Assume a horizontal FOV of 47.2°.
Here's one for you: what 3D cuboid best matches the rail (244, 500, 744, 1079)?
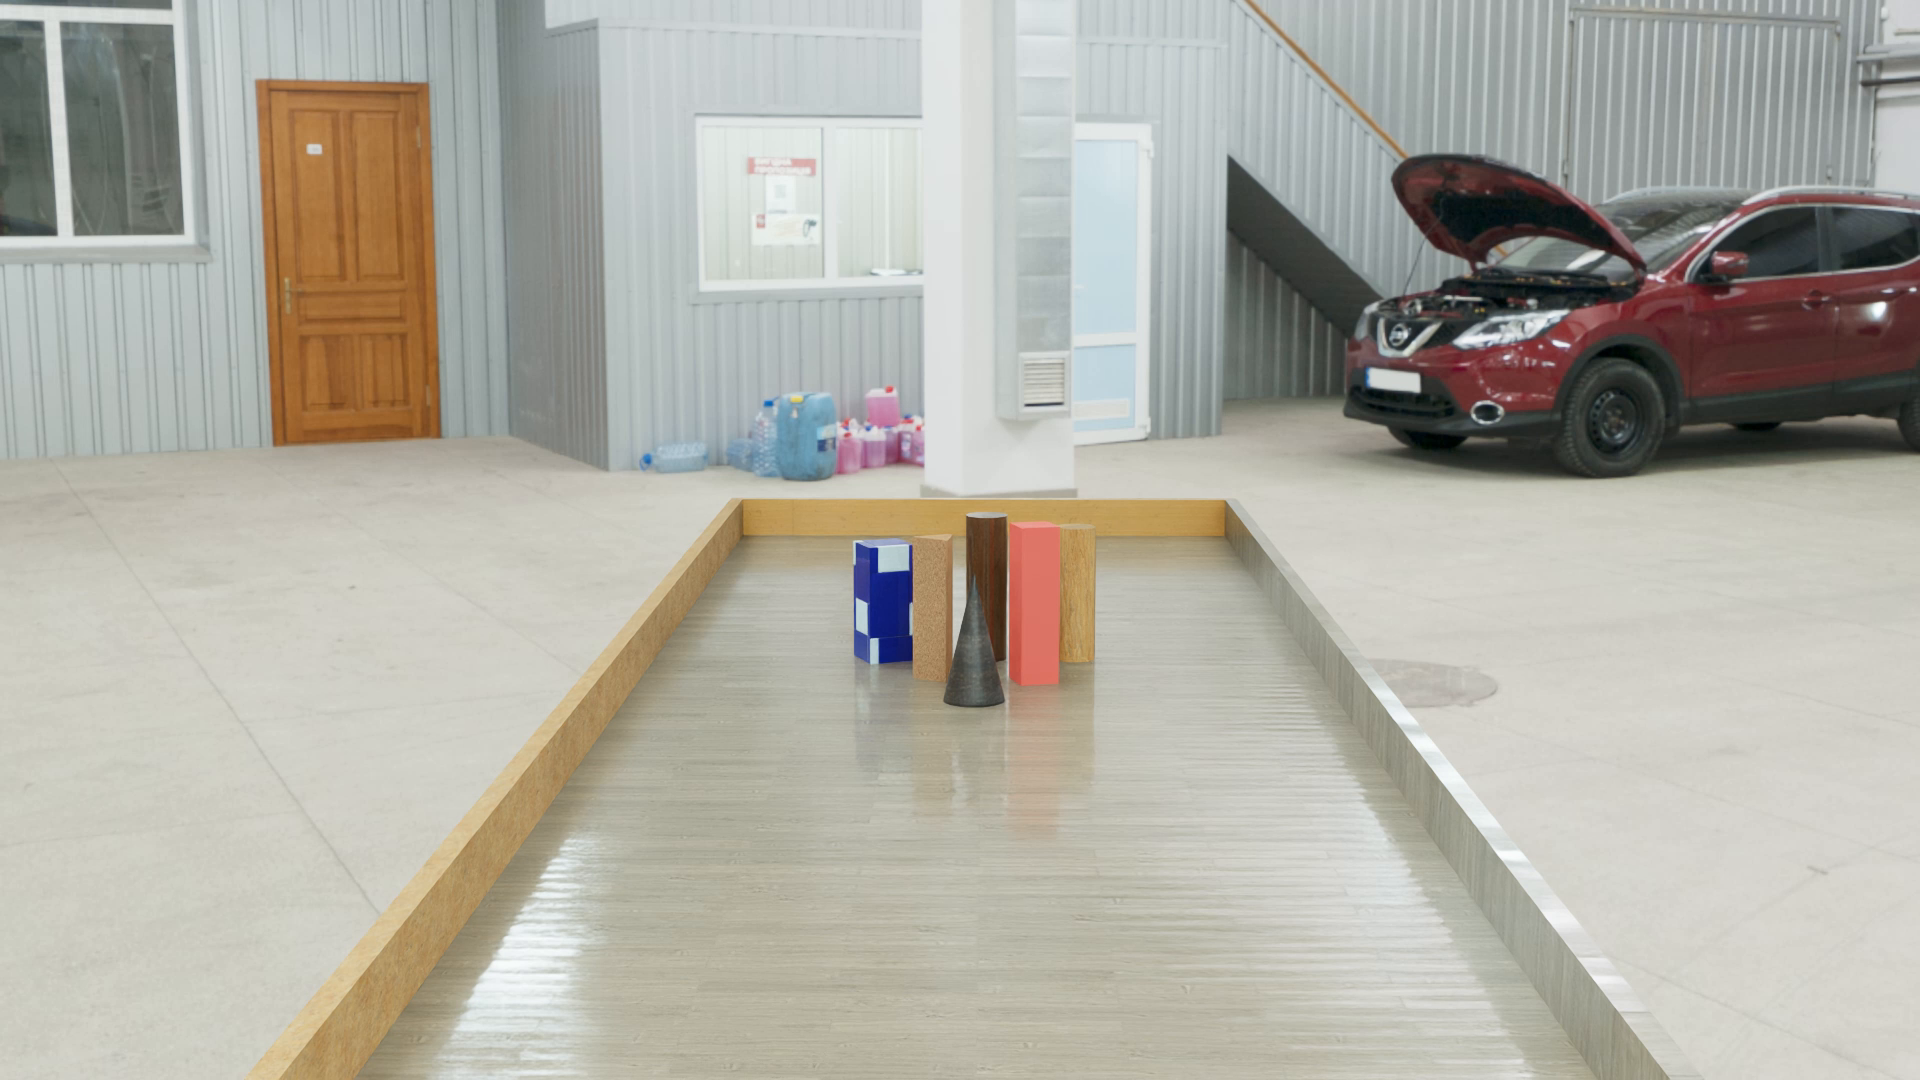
[{"bbox_3d":[-1.004,0.839,3.234,0.050,0.150,12.000,0,9,1],"label":"rail"}]

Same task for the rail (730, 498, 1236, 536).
[{"bbox_3d":[0.099,-0.098,9.147,2.100,0.150,0.050,0,9,1],"label":"rail"}]

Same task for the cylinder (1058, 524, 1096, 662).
[{"bbox_3d":[0.352,0.161,6.693,0.120,0.408,0.120,0,9,0],"label":"cylinder"}]

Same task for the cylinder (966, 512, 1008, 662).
[{"bbox_3d":[0.081,0.142,6.698,0.126,0.442,0.126,0,9,0],"label":"cylinder"}]

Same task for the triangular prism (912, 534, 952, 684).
[{"bbox_3d":[-0.056,0.196,6.434,0.124,0.419,0.108,7,11,36],"label":"triangular prism"}]

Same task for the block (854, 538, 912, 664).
[{"bbox_3d":[-0.232,0.185,6.707,0.145,0.355,0.145,-4,10,-22],"label":"block"}]

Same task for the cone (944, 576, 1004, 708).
[{"bbox_3d":[0.039,0.269,6.142,0.174,0.366,0.174,0,9,0],"label":"cone"}]

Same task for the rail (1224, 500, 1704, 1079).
[{"bbox_3d":[1.046,0.843,3.208,0.050,0.150,12.000,0,9,1],"label":"rail"}]

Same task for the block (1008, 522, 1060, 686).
[{"bbox_3d":[0.215,0.183,6.386,0.115,0.460,0.115,-3,9,-17],"label":"block"}]
